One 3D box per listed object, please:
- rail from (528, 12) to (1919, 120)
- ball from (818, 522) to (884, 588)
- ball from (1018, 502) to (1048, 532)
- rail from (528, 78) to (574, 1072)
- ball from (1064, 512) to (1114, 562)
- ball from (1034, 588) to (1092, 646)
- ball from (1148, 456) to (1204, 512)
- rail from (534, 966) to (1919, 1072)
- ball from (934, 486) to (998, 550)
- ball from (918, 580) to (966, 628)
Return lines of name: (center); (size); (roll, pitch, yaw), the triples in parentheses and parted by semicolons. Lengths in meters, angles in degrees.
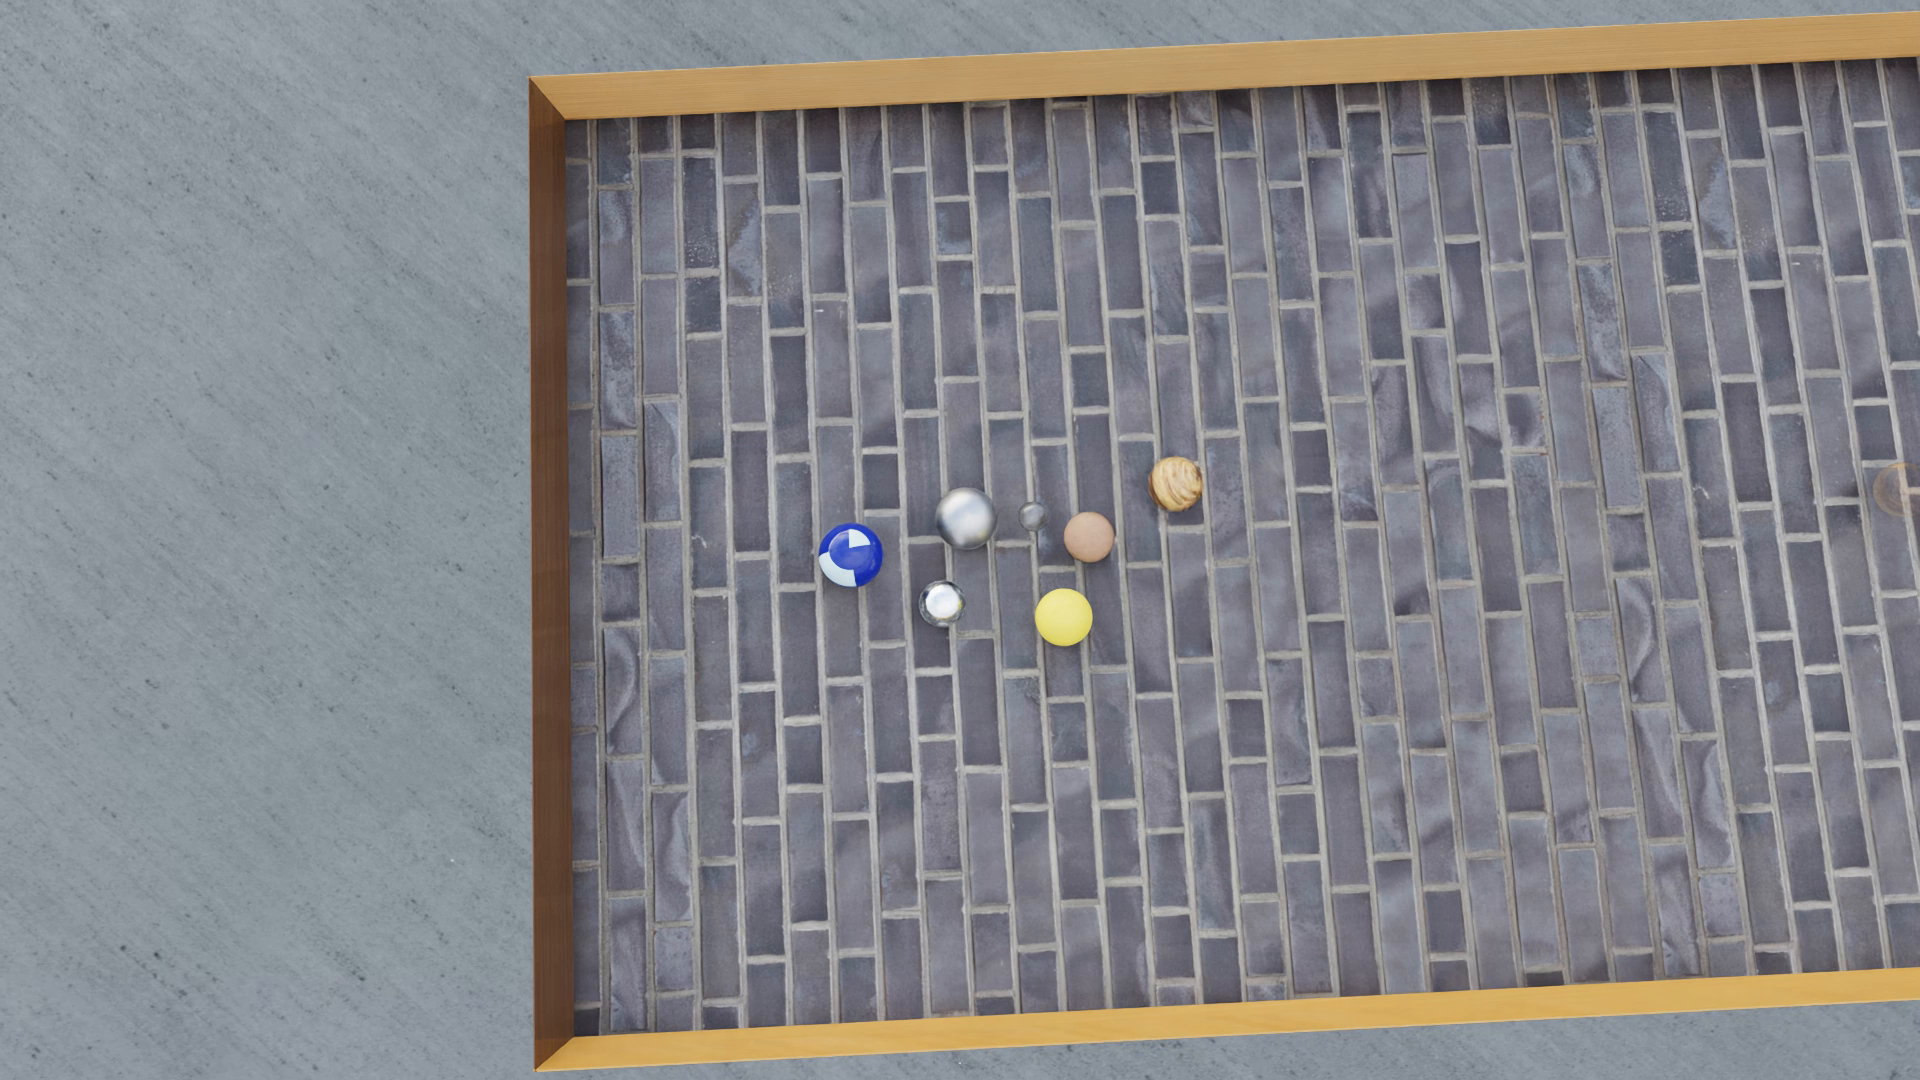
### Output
rail: (0.593, -0.742, 3.470); (2.525, 0.128, 0.045); (-3, 77, -1)
ball: (-0.164, 0.023, 3.304); (0.098, 0.098, 0.098); (0, 77, 0)
ball: (0.112, -0.036, 3.345); (0.046, 0.046, 0.046); (0, 77, 0)
rail: (-0.607, 0.024, 3.288); (0.045, 0.128, 1.499); (-3, 77, -1)
ball: (0.195, -0.004, 3.321); (0.078, 0.078, 0.078); (0, 77, 0)
ball: (0.155, 0.116, 3.288); (0.086, 0.086, 0.086); (0, 77, 0)
ball: (0.327, -0.085, 3.337); (0.084, 0.084, 0.084); (0, 77, 0)
rail: (0.667, 0.668, 3.134); (2.525, 0.128, 0.045); (-3, 77, -1)
ball: (0.009, -0.033, 3.319); (0.095, 0.095, 0.095); (0, 77, 0)
ball: (-0.026, 0.096, 3.301); (0.071, 0.071, 0.071); (0, 77, 0)
